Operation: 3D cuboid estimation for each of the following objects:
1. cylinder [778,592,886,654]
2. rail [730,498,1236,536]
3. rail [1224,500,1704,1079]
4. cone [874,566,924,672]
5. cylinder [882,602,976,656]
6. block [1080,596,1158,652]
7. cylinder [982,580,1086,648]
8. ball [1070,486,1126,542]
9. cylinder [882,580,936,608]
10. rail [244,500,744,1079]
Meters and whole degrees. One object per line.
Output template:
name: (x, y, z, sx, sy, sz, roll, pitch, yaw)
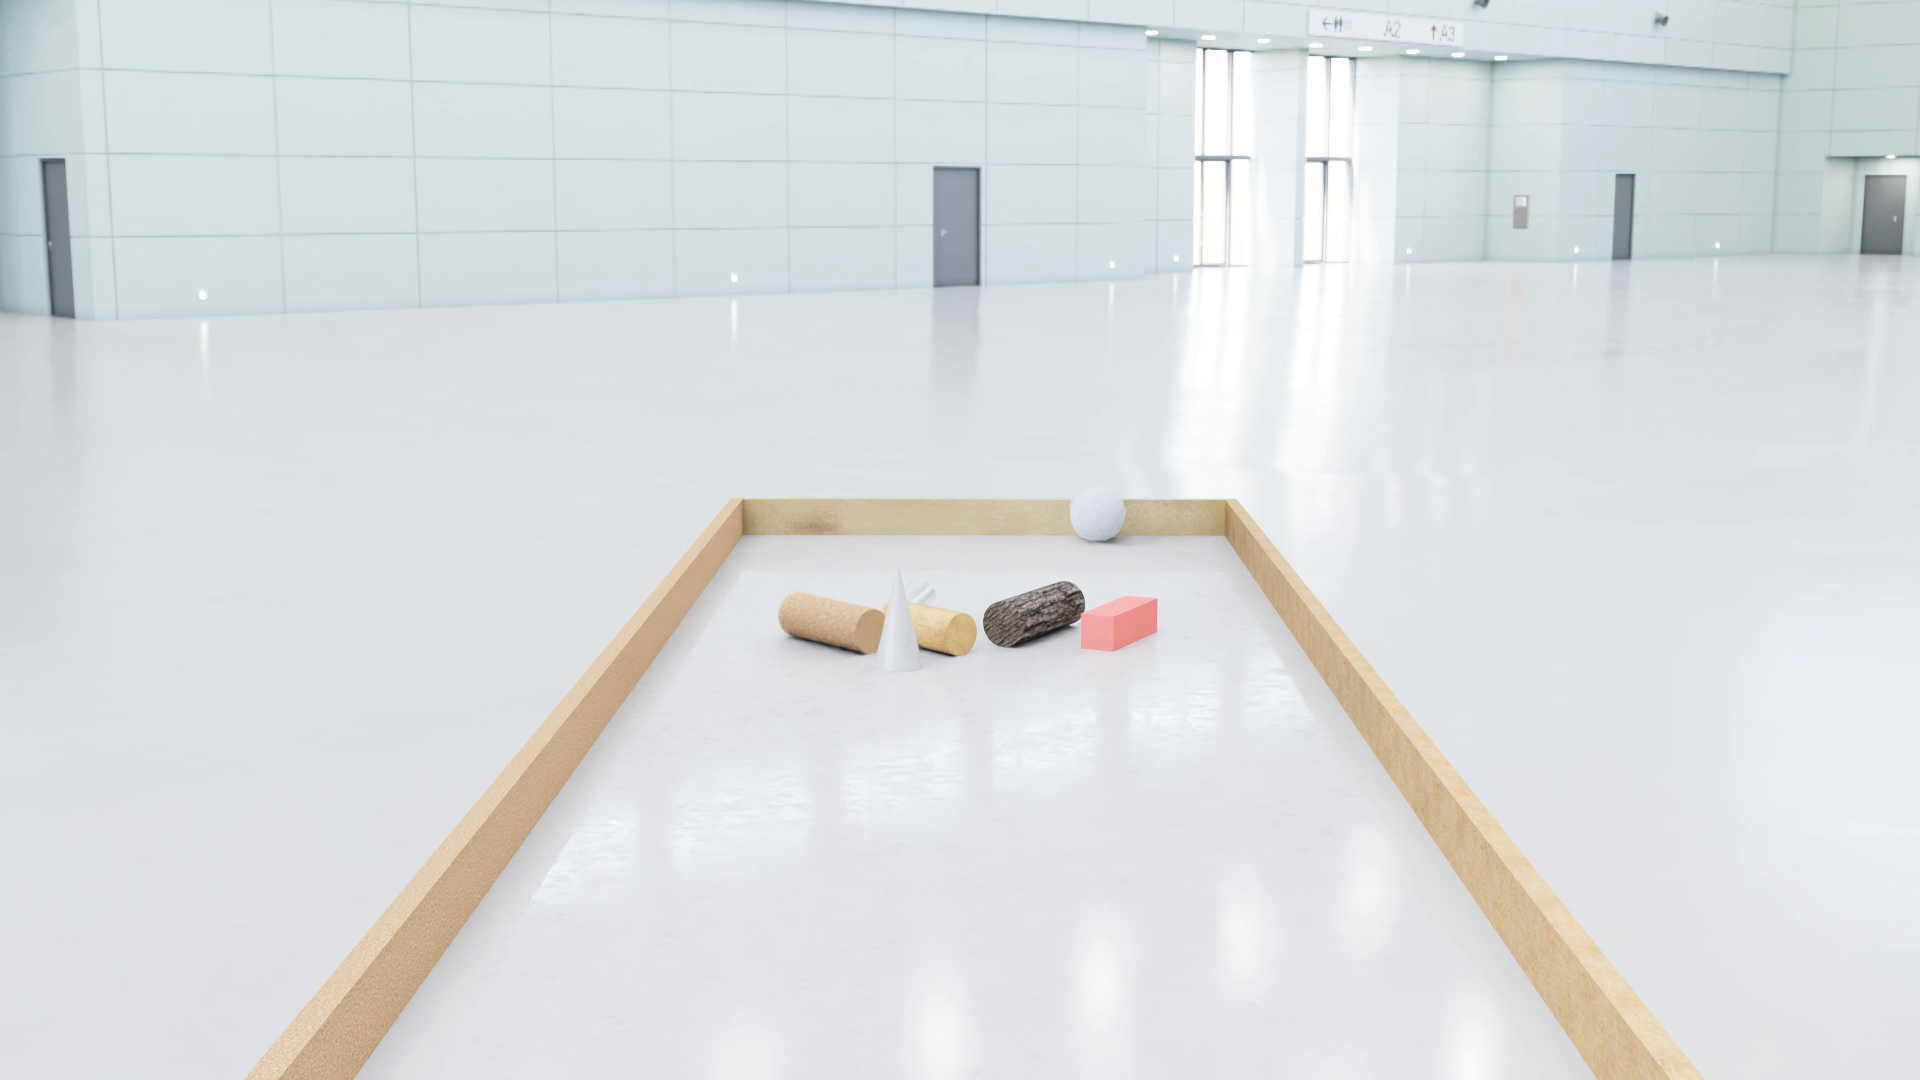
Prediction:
cylinder: (-0.400, 0.260, 6.926, 0.139, 0.139, 0.387, -8, 12, -41)
rail: (0.099, -0.098, 9.147, 2.100, 0.150, 0.050, 0, 9, 1)
rail: (1.046, 0.843, 3.208, 0.050, 0.150, 12.000, 0, 9, 1)
cone: (-0.184, 0.225, 6.581, 0.149, 0.316, 0.149, 0, 9, 0)
cylinder: (-0.102, 0.272, 6.869, 0.133, 0.133, 0.313, -8, 12, -42)
block: (0.508, 0.264, 6.992, 0.111, 0.111, 0.355, 5, 10, 27)
cylinder: (0.241, 0.235, 7.061, 0.146, 0.146, 0.424, 5, 10, 30)
ball: (0.560, -0.108, 8.963, 0.229, 0.229, 0.229, 0, 9, 0)
cylinder: (-0.168, 0.216, 7.282, 0.113, 0.113, 0.358, 2, 9, 10)
rail: (-1.004, 0.839, 3.234, 0.050, 0.150, 12.000, 0, 9, 1)
